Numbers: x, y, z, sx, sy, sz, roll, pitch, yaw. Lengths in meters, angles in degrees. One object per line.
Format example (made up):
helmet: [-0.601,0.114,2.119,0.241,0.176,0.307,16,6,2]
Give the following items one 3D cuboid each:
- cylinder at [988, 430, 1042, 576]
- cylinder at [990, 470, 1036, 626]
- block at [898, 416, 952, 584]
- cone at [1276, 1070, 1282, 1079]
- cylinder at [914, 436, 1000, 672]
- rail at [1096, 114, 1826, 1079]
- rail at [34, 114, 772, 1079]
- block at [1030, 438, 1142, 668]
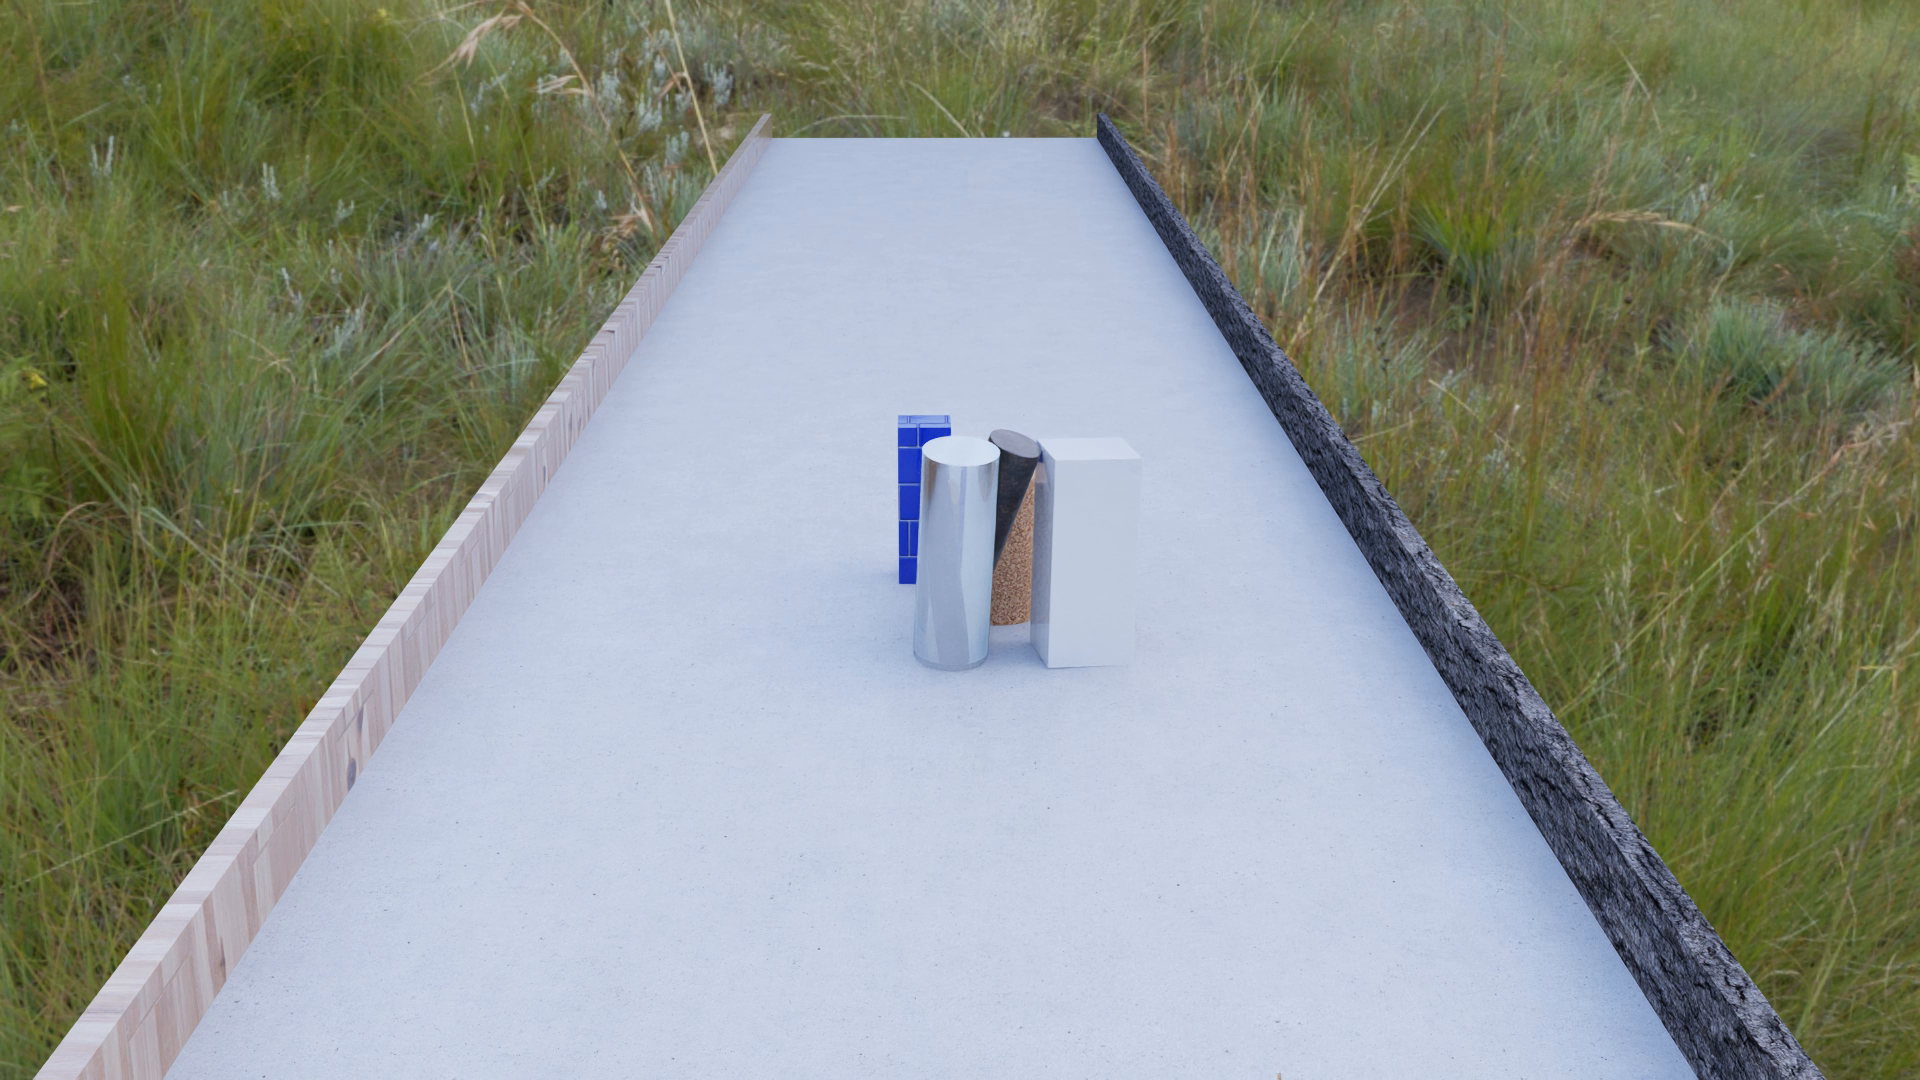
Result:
cylinder: [0.039,-0.005,4.446,0.108,0.446,0.108,17,27,-9]
cylinder: [0.081,0.007,4.662,0.177,0.309,0.177,0,17,0]
block: [-0.079,-0.090,4.902,0.117,0.358,0.117,0,17,-1]
cone: [0.294,0.698,2.136,0.173,0.417,0.173,2,17,-1]
cylinder: [-0.008,0.028,4.326,0.151,0.442,0.151,2,25,-1]
rail: [0.932,-0.844,7.801,0.050,0.150,12.000,0,17,-1]
rail: [-1.118,-0.838,7.780,0.050,0.150,12.000,0,17,-1]
block: [0.249,0.023,4.397,0.174,0.425,0.174,-2,17,-10]
